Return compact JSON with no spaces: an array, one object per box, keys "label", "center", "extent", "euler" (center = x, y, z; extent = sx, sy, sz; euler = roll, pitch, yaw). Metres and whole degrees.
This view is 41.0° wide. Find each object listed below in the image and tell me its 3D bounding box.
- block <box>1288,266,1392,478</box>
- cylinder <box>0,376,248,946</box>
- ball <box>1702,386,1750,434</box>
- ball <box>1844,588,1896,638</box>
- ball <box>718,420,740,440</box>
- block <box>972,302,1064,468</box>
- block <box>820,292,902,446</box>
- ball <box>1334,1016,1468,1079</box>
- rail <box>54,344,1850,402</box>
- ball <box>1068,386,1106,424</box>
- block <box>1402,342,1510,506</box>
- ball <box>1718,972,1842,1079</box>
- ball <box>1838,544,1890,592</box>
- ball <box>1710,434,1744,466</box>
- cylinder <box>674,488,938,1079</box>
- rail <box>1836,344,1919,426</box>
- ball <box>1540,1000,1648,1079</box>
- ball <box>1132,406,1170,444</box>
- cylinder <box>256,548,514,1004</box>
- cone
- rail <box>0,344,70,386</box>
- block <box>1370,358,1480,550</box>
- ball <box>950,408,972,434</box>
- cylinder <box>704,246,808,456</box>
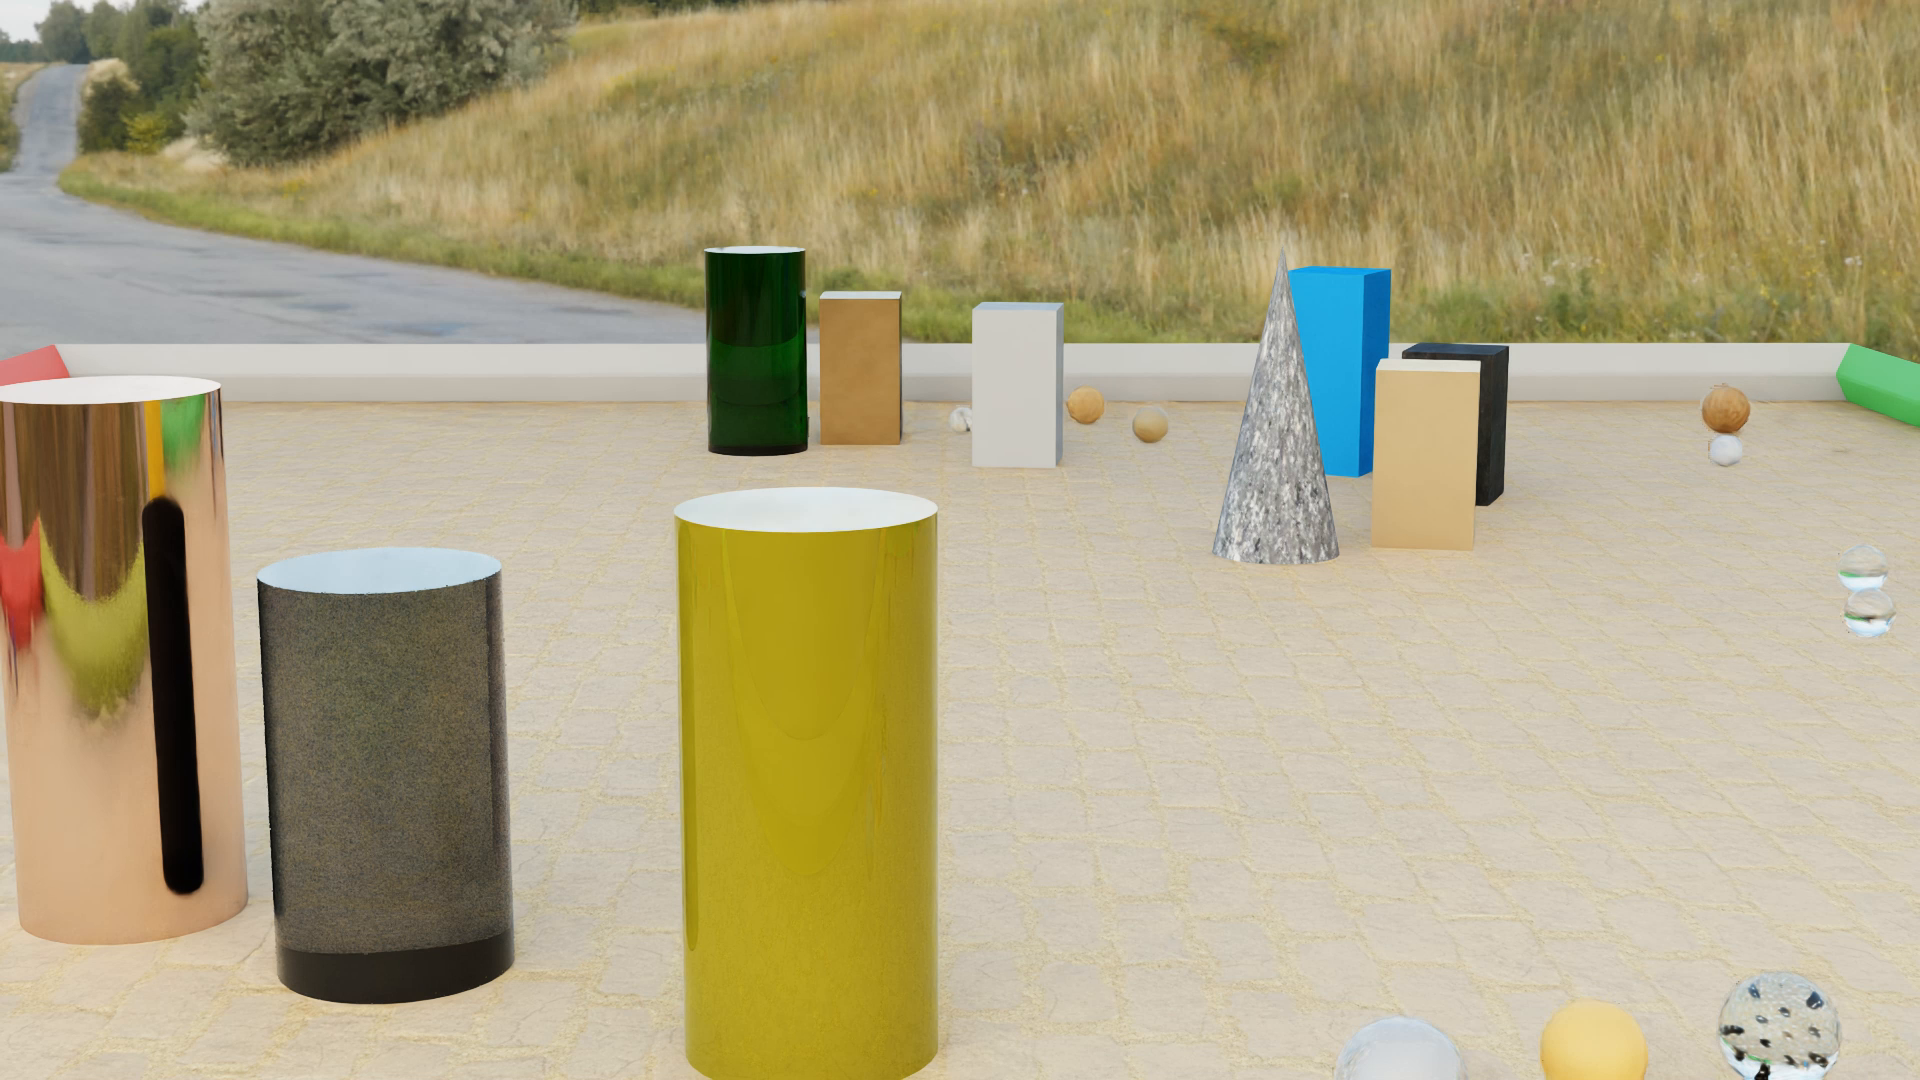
[{"label":"block","center":[0.676,-0.307,4.630],"extent":[0.153,0.359,0.153],"euler":[5,12,27]},{"label":"cylinder","center":[-0.719,0.097,2.196],"extent":[0.191,0.456,0.191],"euler":[0,11,0]},{"label":"ball","center":[1.521,-0.258,5.096],"extent":[0.094,0.094,0.094],"euler":[0,11,0]},{"label":"ball","center":[1.165,0.093,3.288],"extent":[0.064,0.064,0.064],"euler":[0,11,0]},{"label":"ball","center":[-0.448,-0.213,4.989],"extent":[0.041,0.041,0.041],"euler":[0,11,0]},{"label":"block","center":[0.108,-0.287,4.725],"extent":[0.153,0.286,0.153],"euler":[1,11,7]},{"label":"block","center":[-0.192,-0.336,4.998],"extent":[0.153,0.282,0.153],"euler":[0,11,1]},{"label":"ball","center":[0.299,0.368,1.739],"extent":[0.090,0.090,0.090],"euler":[0,11,0]},{"label":"rail","center":[-0.012,-0.360,5.555],"extent":[3.902,0.124,0.045],"euler":[0,11,0]},{"label":"ball","center":[0.257,-0.276,5.233],"extent":[0.078,0.078,0.078],"euler":[0,11,0]},{"label":"block","center":[0.834,-0.198,4.337],"extent":[0.153,0.252,0.153],"euler":[4,11,21]},{"label":"ball","center":[0.588,0.352,1.839],"extent":[0.085,0.085,0.085],"euler":[0,11,0]},{"label":"ball","center":[1.253,0.041,3.561],"extent":[0.068,0.068,0.068],"euler":[0,11,0]},{"label":"ball","center":[1.398,-0.163,4.680],"extent":[0.059,0.059,0.059],"euler":[0,11,0]},{"label":"cylinder","center":[-0.111,0.178,1.889],"extent":[0.191,0.409,0.191],"euler":[0,11,0]},{"label":"rail","center":[1.927,0.030,3.460],"extent":[0.045,0.124,4.332],"euler":[0,11,0]},{"label":"ball","center":[0.448,0.363,1.813],"extent":[0.075,0.075,0.075],"euler":[0,11,0]},{"label":"ball","center":[0.369,-0.223,4.966],"extent":[0.072,0.072,0.072],"euler":[0,11,0]},{"label":"cylinder","center":[-0.461,0.185,2.073],"extent":[0.191,0.329,0.191],"euler":[0,11,0]},{"label":"cone","center":[0.476,-0.209,3.823],"extent":[0.191,0.463,0.191],"euler":[0,11,0]},{"label":"rail","center":[-1.927,0.034,3.438],"extent":[0.045,0.124,4.332],"euler":[0,11,0]},{"label":"block","center":[0.716,-0.133,3.938],"extent":[0.153,0.271,0.153],"euler":[2,11,12]},{"label":"ball","center":[0.006,-0.238,5.098],"extent":[0.053,0.053,0.053],"euler":[0,11,0]},{"label":"cylinder","center":[-0.386,-0.360,4.863],"extent":[0.191,0.379,0.191],"euler":[0,11,0]}]
